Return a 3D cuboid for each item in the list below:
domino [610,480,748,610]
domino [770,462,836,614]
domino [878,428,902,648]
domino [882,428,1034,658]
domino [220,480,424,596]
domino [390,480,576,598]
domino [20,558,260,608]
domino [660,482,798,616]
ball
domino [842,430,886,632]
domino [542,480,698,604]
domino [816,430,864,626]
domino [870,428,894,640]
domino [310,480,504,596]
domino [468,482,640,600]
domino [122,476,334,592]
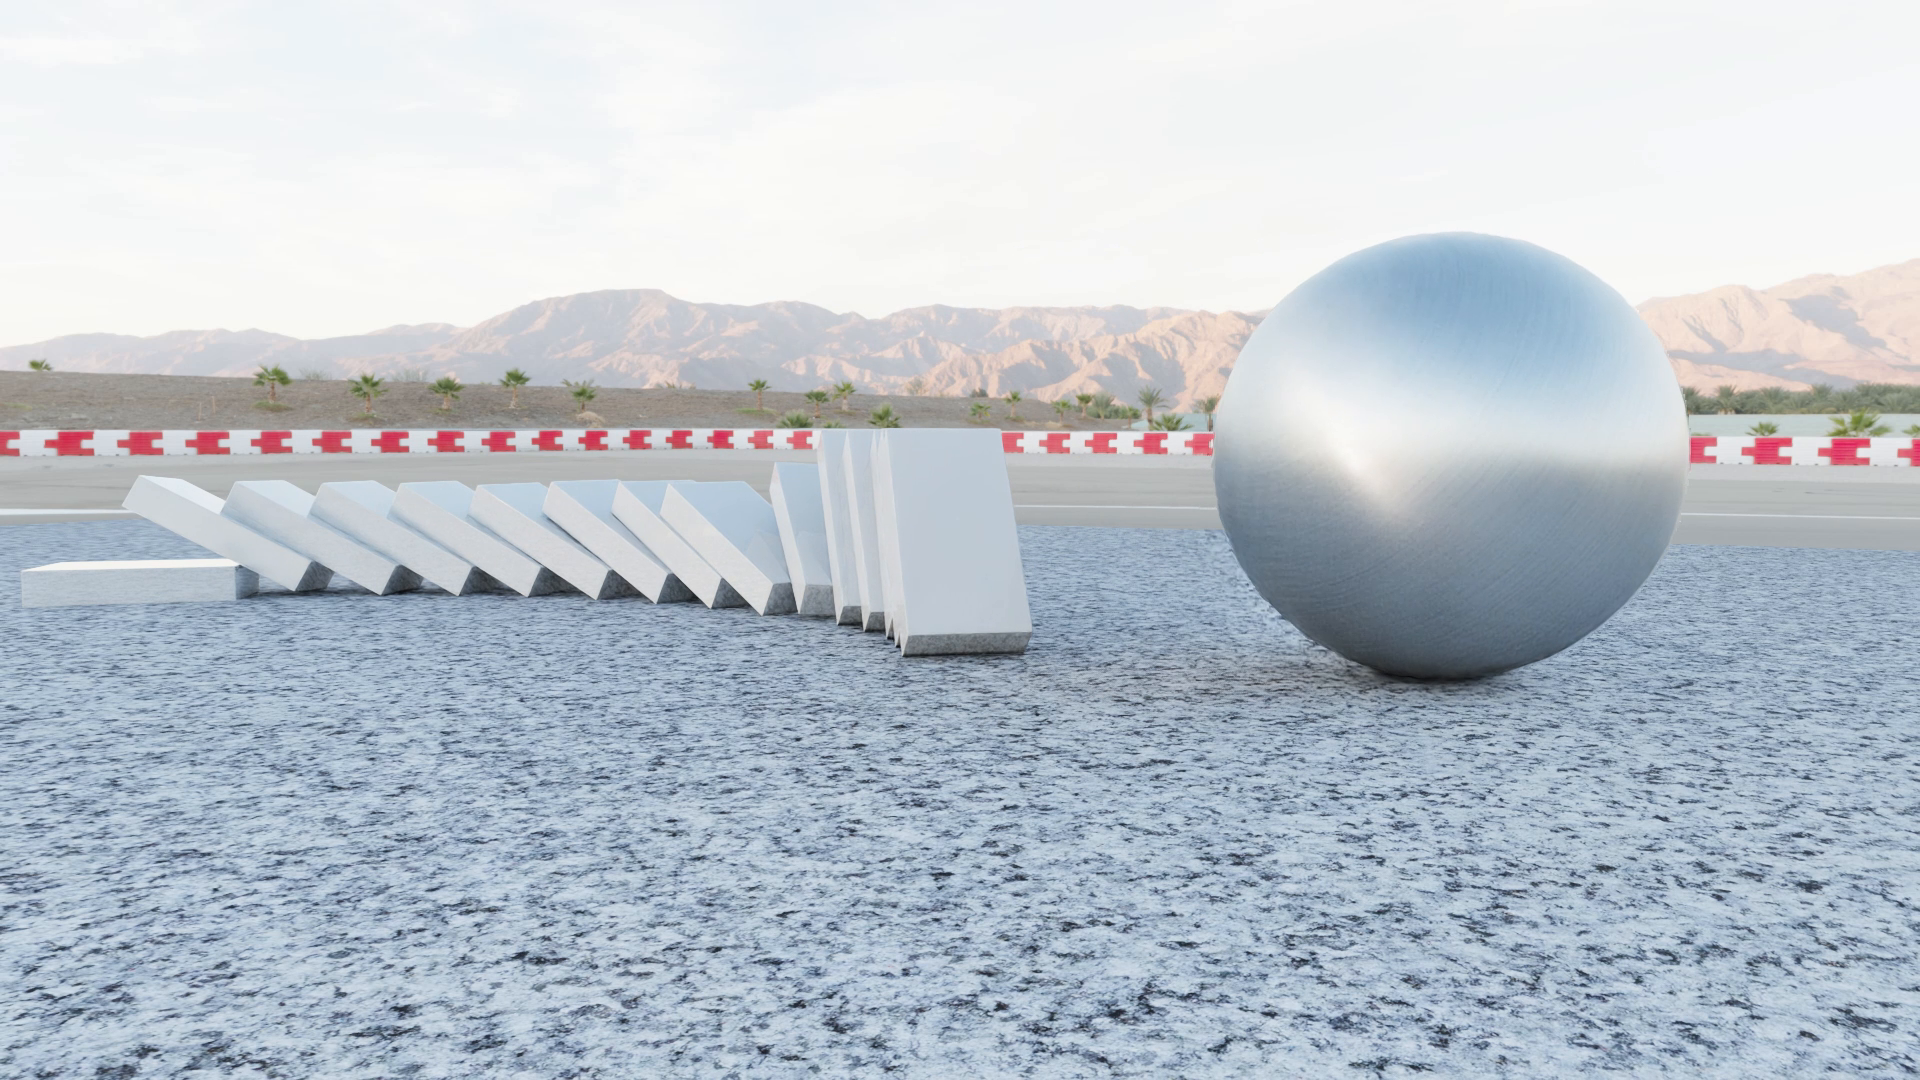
[{"bbox_3d":[-0.071,0.000,0.352,0.050,0.009,0.025,38,27,33],"label":"domino"},{"bbox_3d":[-0.032,-0.001,0.329,0.025,0.010,0.050,2,38,-20],"label":"domino"},{"bbox_3d":[-0.003,-0.001,0.279,0.025,0.050,0.009,-1,-32,-11],"label":"domino"},{"bbox_3d":[-0.001,0.000,0.267,0.025,0.050,0.009,-1,-32,-11],"label":"domino"},{"bbox_3d":[-0.181,-0.001,0.369,0.050,0.010,0.025,28,3,-1],"label":"domino"},{"bbox_3d":[-0.136,-0.001,0.371,0.050,0.009,0.025,29,11,11],"label":"domino"},{"bbox_3d":[-0.224,0.011,0.353,0.050,0.009,0.025,-1,4,-15],"label":"domino"},{"bbox_3d":[-0.055,0.001,0.339,0.025,0.010,0.050,-5,34,-47],"label":"domino"},{"bbox_3d":[0.086,-0.015,0.233,0.080,0.080,0.080,0,4,0],"label":"ball"},{"bbox_3d":[-0.012,-0.003,0.302,0.025,0.050,0.010,-1,-32,-14],"label":"domino"},{"bbox_3d":[-0.091,0.000,0.361,0.050,0.009,0.025,34,20,25],"label":"domino"},{"bbox_3d":[-0.019,-0.004,0.312,0.025,0.050,0.009,-1,-32,-15],"label":"domino"},{"bbox_3d":[-0.006,-0.002,0.291,0.025,0.050,0.009,-1,-32,-11],"label":"domino"},{"bbox_3d":[-0.158,-0.001,0.372,0.050,0.010,0.025,28,7,5],"label":"domino"},{"bbox_3d":[-0.113,0.000,0.368,0.050,0.010,0.025,30,15,18],"label":"domino"},{"bbox_3d":[-0.205,-0.002,0.364,0.050,0.009,0.025,28,-4,-7],"label":"domino"}]
